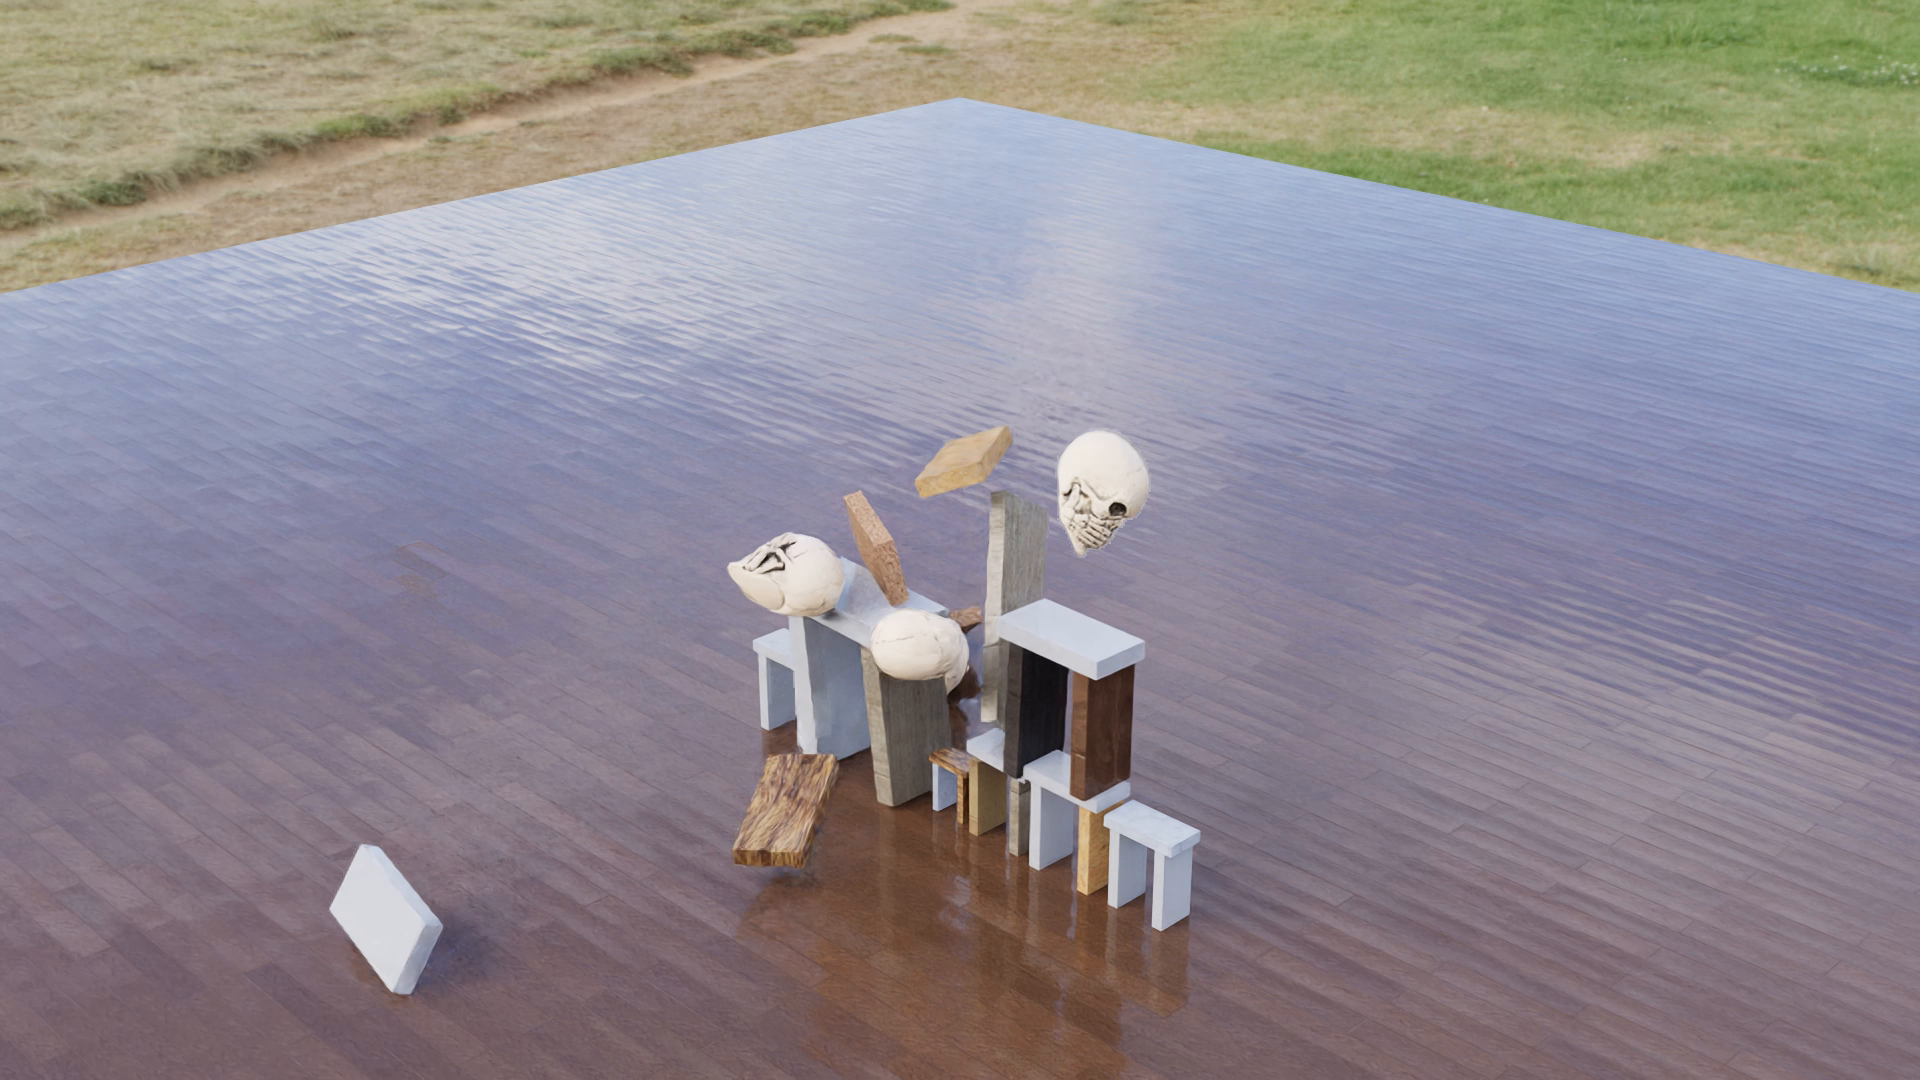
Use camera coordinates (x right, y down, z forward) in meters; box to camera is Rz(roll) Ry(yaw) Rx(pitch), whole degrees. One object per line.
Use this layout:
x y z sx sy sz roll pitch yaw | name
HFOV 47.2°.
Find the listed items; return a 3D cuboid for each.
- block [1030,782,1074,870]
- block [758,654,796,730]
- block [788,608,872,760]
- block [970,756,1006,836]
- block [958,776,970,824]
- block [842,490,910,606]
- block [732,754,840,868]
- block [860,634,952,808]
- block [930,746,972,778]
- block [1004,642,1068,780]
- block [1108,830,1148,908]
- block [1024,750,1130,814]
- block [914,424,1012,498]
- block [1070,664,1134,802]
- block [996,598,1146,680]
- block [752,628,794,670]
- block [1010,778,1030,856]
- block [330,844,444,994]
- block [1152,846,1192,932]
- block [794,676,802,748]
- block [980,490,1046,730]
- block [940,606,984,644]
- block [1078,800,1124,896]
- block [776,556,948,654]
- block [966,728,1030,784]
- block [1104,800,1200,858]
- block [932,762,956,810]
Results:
0.178 0.536 4.256 0.094 0.188 0.027 -21 31 -40 | block
-0.393 0.317 4.786 0.025 0.178 0.089 21 31 41 | block
-0.263 0.289 4.632 0.173 0.346 0.049 -20 24 -39 | block
0.056 0.498 4.375 0.083 0.166 0.023 -21 31 -41 | block
0.019 0.512 4.418 0.015 0.106 0.053 21 31 41 | block
-0.173 0.015 4.521 0.040 0.139 0.279 -19 26 -9 | block
-0.334 0.519 4.243 0.137 0.039 0.274 0 36 14 | block
-0.105 0.352 4.485 0.173 0.346 0.049 -20 22 -39 | block
-0.006 0.446 4.418 0.106 0.015 0.053 21 31 41 | block
0.146 0.306 4.192 0.129 0.283 0.036 -20 33 -39 | block
0.316 0.603 4.131 0.023 0.163 0.081 21 31 41 | block
0.221 0.456 4.168 0.094 0.027 0.188 -21 31 -40 | block
0.010 -0.162 4.493 0.137 0.039 0.275 -15 15 19 | block
0.263 0.344 4.071 0.129 0.257 0.036 -21 31 -41 | block
0.204 0.182 4.075 0.129 0.036 0.257 -20 31 -39 | block
-0.351 0.239 4.708 0.178 0.025 0.089 21 31 41 | block
0.134 0.528 4.304 0.083 0.166 0.023 -21 31 -40 | block
-1.030 0.677 3.941 0.040 0.140 0.279 20 10 -44 | block
0.392 0.633 4.061 0.023 0.163 0.081 21 31 41 | block
-0.309 0.350 4.709 0.025 0.178 0.089 21 31 41 | block
0.110 0.147 4.421 0.039 0.480 0.137 -13 -24 38 | block
-0.098 0.223 5.083 0.279 0.040 0.140 -14 -13 -31 | block
0.267 0.571 4.173 0.094 0.188 0.027 -20 30 -39 | block
-0.202 0.131 4.496 0.173 0.049 0.346 -19 29 -37 | block
0.099 0.422 4.308 0.083 0.023 0.166 -20 31 -38 | block
0.354 0.532 4.060 0.163 0.023 0.081 21 31 41 | block
-0.031 0.492 4.464 0.015 0.106 0.053 21 31 41 | block
